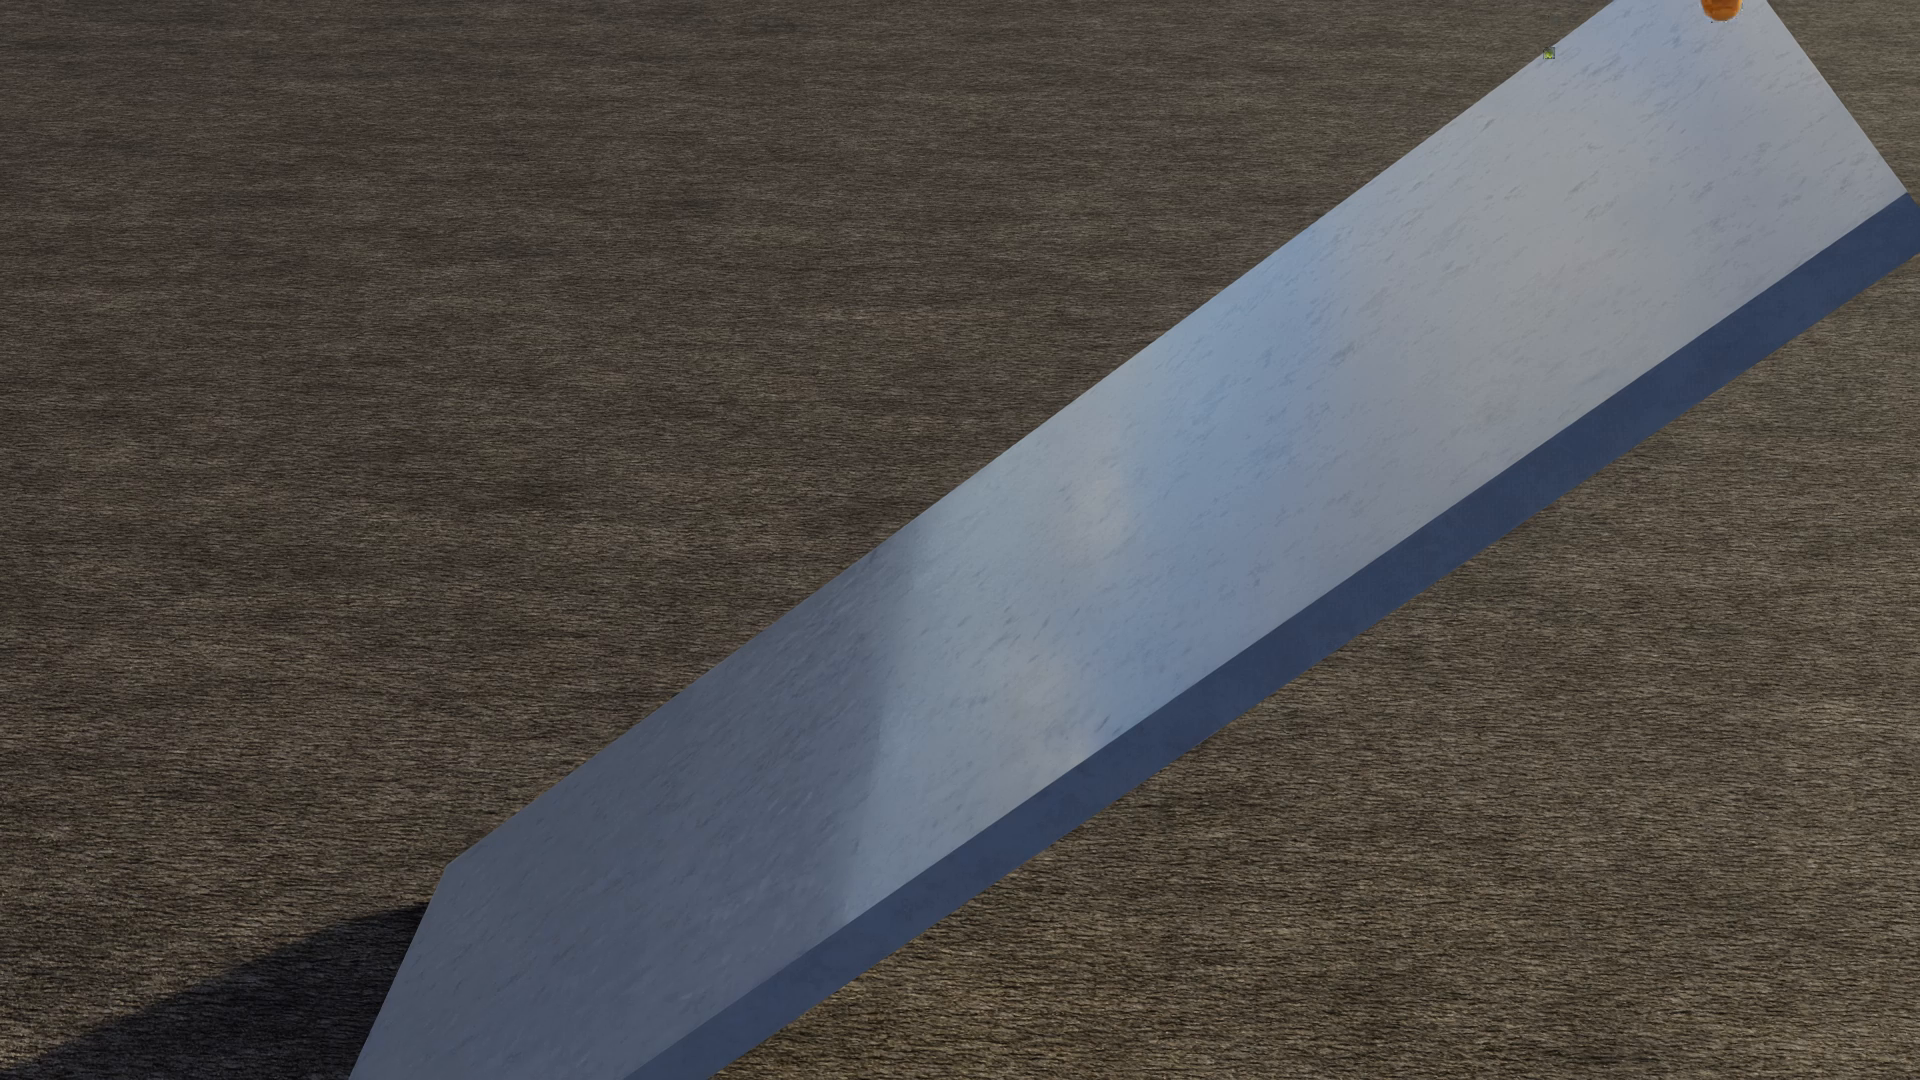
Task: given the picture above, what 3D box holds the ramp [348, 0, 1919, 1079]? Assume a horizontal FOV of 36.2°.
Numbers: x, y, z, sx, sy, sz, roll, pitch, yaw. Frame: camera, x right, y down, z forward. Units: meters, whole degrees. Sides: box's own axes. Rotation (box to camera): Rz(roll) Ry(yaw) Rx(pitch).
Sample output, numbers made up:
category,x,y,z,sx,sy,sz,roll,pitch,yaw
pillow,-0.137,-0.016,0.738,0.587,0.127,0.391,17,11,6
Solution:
category,x,y,z,sx,sy,sz,roll,pitch,yaw
ramp,0.119,0.186,6.345,4.000,0.100,2.000,-36,16,18
